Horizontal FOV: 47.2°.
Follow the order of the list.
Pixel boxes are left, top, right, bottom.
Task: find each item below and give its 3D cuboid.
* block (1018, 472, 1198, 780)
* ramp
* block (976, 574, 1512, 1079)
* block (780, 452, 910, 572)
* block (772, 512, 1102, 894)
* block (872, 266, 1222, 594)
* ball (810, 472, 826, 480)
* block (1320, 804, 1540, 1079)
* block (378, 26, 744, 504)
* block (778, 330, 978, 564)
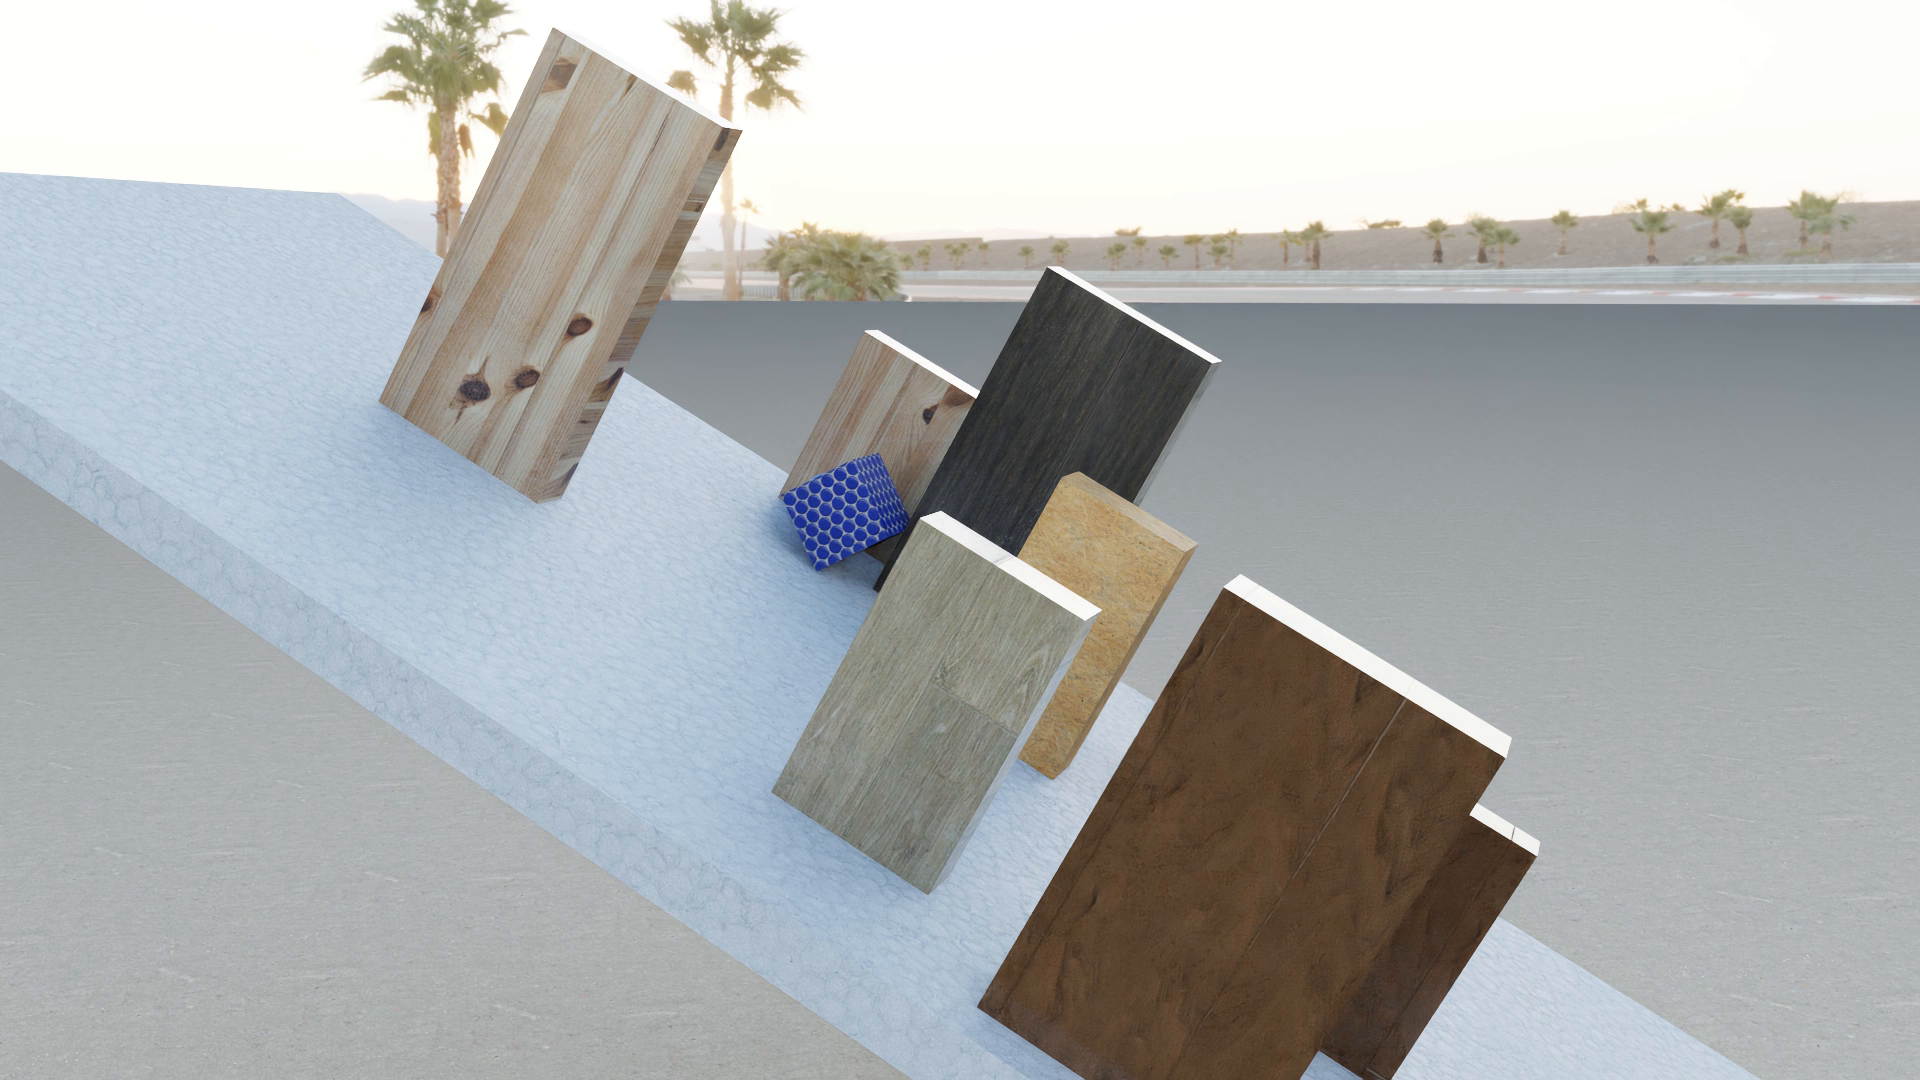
[{"bbox_3d":[0.203,0.162,4.211,0.270,0.513,0.131,32,15,11],"label":"block"},{"bbox_3d":[-0.197,0.325,4.135,4.000,0.100,2.000,32,15,11],"label":"ramp"},{"bbox_3d":[0.391,0.472,3.091,0.434,0.716,0.132,32,15,11],"label":"block"},{"bbox_3d":[-0.239,-0.061,4.684,0.178,0.178,0.178,-25,-1,18],"label":"block"},{"bbox_3d":[-0.040,0.254,3.442,0.299,0.510,0.107,32,15,11],"label":"block"},{"bbox_3d":[0.177,-0.132,4.624,0.396,0.785,0.107,32,15,11],"label":"block"},{"bbox_3d":[-0.286,-0.078,4.864,0.143,0.143,0.143,0,7,0],"label":"ball"},{"bbox_3d":[0.699,0.625,3.630,0.293,0.477,0.094,32,15,11],"label":"block"},{"bbox_3d":[-0.758,-0.510,4.136,0.383,0.795,0.097,32,15,11],"label":"block"},{"bbox_3d":[-0.141,-0.186,4.927,0.380,0.432,0.087,32,15,11],"label":"block"}]
